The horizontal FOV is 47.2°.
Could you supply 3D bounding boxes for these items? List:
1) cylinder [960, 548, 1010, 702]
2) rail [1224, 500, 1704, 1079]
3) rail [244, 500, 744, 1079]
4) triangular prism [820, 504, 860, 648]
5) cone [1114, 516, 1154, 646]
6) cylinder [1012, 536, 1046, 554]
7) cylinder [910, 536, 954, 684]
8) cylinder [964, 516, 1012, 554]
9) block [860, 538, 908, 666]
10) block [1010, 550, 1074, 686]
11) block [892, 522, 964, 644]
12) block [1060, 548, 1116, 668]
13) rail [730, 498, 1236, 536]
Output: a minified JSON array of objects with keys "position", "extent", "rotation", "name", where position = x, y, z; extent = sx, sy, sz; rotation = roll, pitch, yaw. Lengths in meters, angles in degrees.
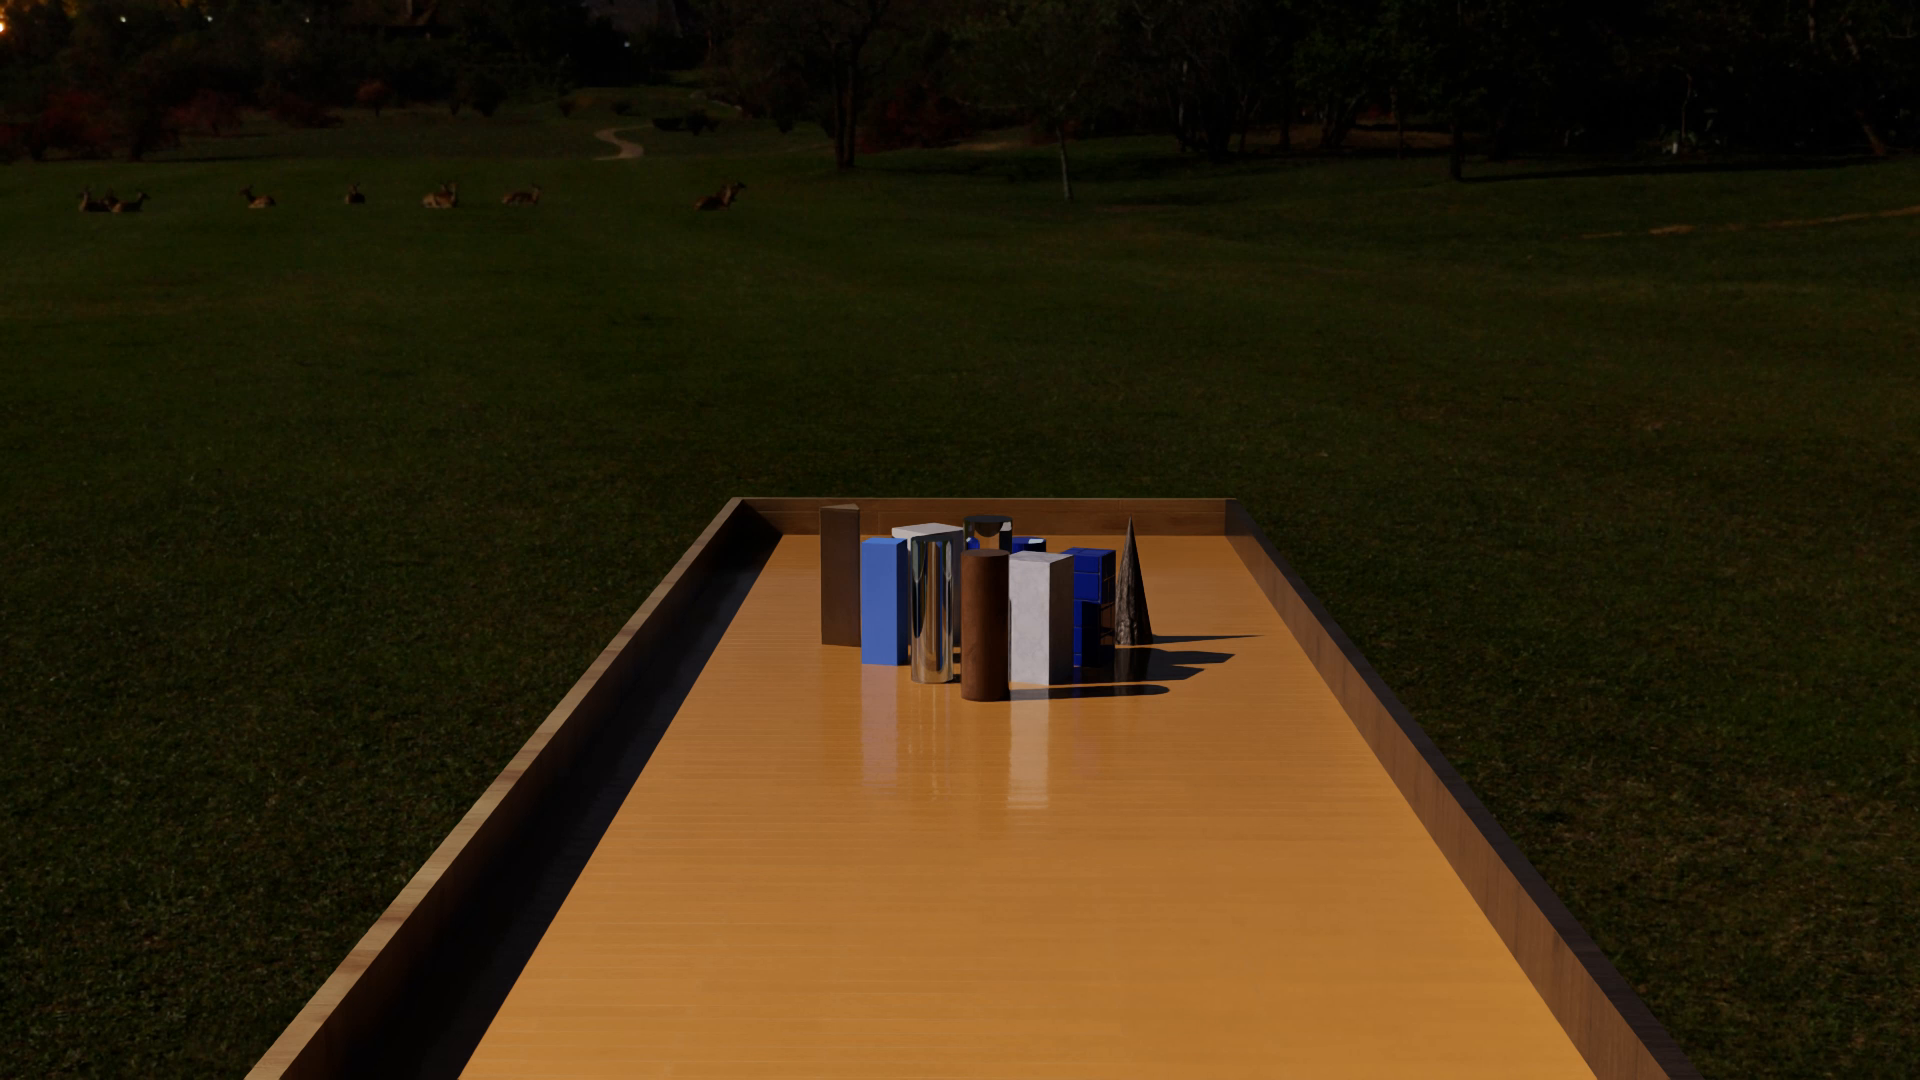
[{"position":[0.070,0.239,6.186],"extent":[0.137,0.412,0.137],"rotation":[0,9,0],"name":"cylinder"},{"position":[1.046,0.843,3.208],"extent":[0.050,0.150,12.000],"rotation":[0,9,1],"name":"rail"},{"position":[-1.004,0.839,3.234],"extent":[0.050,0.150,12.000],"rotation":[0,9,1],"name":"rail"},{"position":[-0.356,0.108,6.934],"extent":[0.133,0.436,0.116],"rotation":[3,10,21],"name":"triangular prism"},{"position":[0.537,0.119,6.956],"extent":[0.153,0.408,0.153],"rotation":[0,9,0],"name":"cone"},{"position":[0.202,0.160,6.965],"extent":[0.142,0.324,0.142],"rotation":[0,9,0],"name":"cylinder"},{"position":[-0.081,0.202,6.398],"extent":[0.123,0.419,0.123],"rotation":[0,9,0],"name":"cylinder"},{"position":[0.085,0.149,6.689],"extent":[0.150,0.432,0.150],"rotation":[0,9,0],"name":"cylinder"},{"position":[-0.228,0.185,6.658],"extent":[0.112,0.370,0.112],"rotation":[2,9,15],"name":"block"},{"position":[0.222,0.226,6.440],"extent":[0.167,0.358,0.167],"rotation":[5,10,28],"name":"block"},{"position":[-0.091,0.141,6.966],"extent":[0.175,0.360,0.175],"rotation":[-8,12,-40],"name":"block"},{"position":[0.383,0.203,6.653],"extent":[0.138,0.337,0.138],"rotation":[4,10,22],"name":"block"},{"position":[0.099,-0.098,9.147],"extent":[2.100,0.150,0.050],"rotation":[0,9,1],"name":"rail"}]
